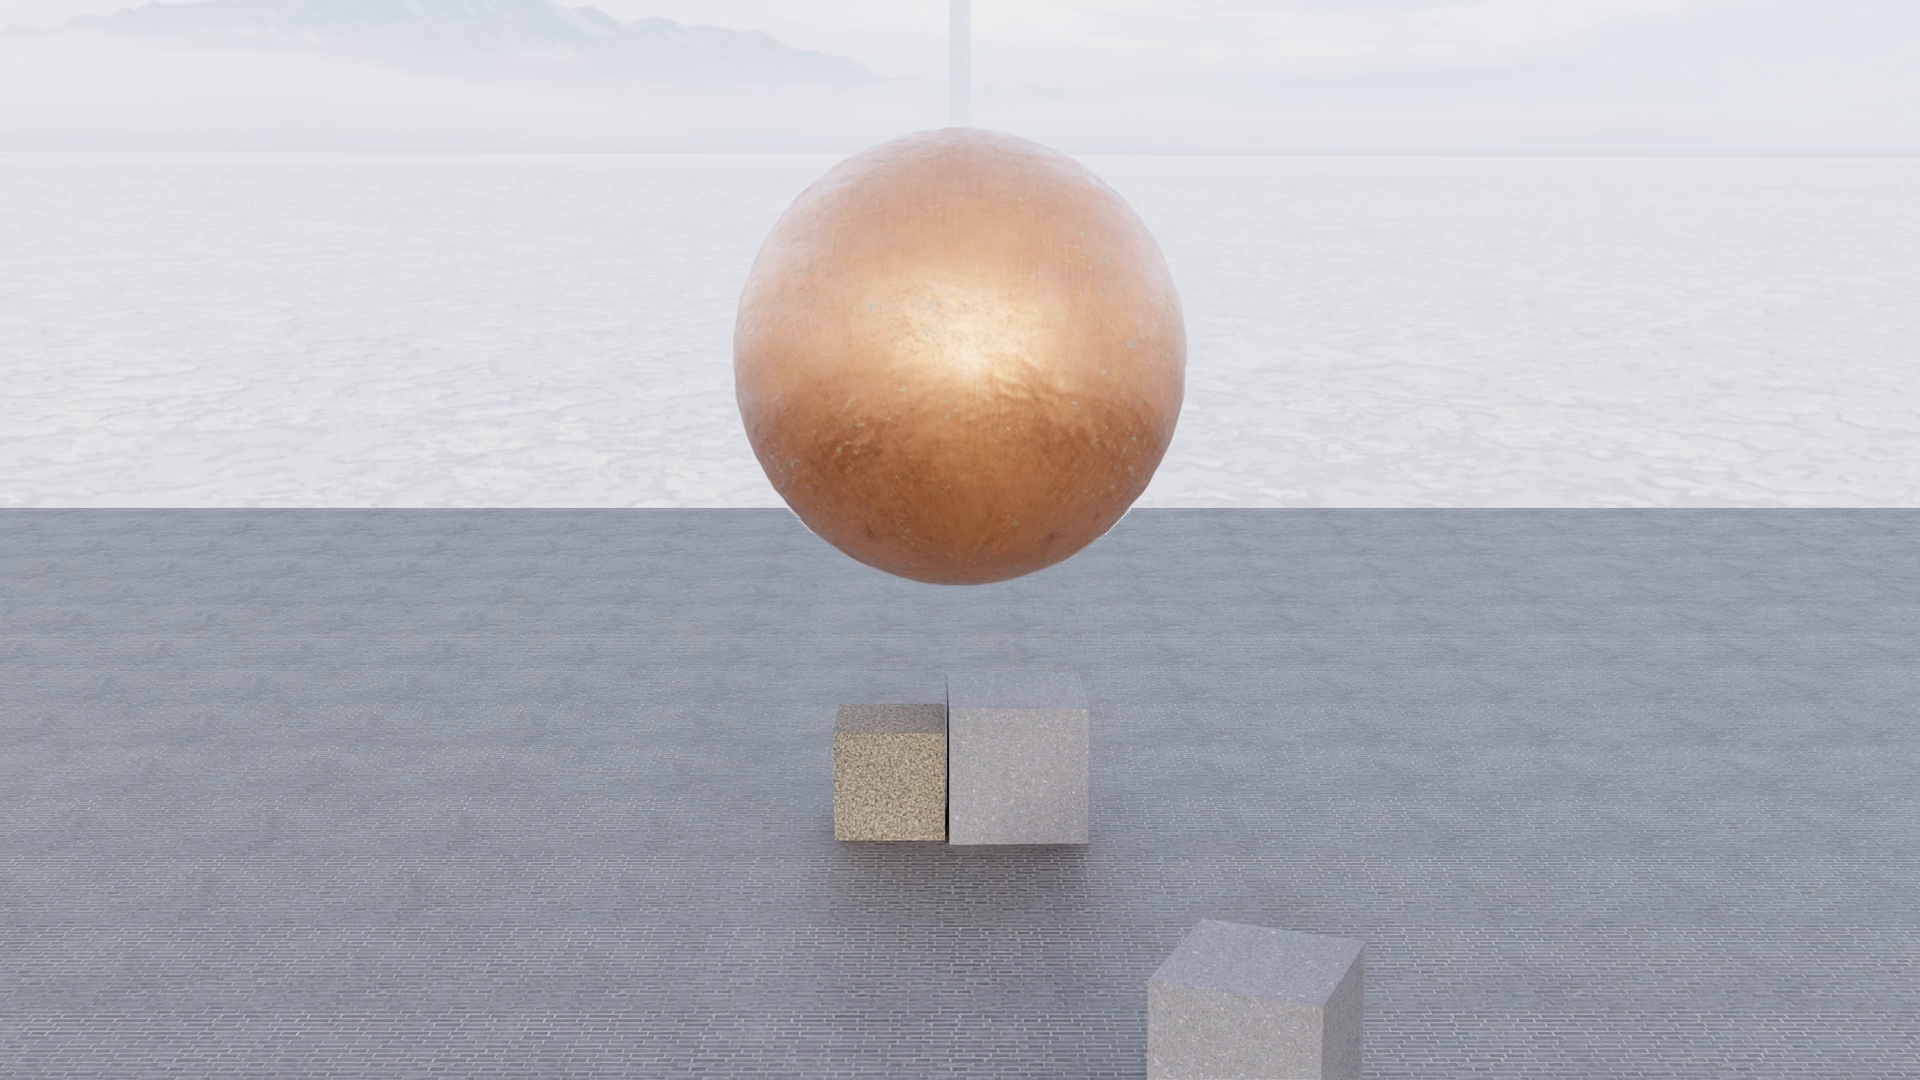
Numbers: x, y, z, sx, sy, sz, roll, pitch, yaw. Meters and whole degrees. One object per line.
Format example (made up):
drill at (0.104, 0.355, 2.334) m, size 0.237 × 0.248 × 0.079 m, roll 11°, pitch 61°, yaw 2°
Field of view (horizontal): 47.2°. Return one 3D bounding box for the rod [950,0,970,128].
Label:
rod at (0.000, -3.781, 9.059) m, size 0.080 × 5.200 × 0.080 m, roll 0°, pitch -23°, yaw 0°

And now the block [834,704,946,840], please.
block at (-0.356, 1.197, 11.411) m, size 0.562 × 0.562 × 0.591 m, roll 0°, pitch 10°, yaw 0°

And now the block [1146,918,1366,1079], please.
block at (1.064, 1.805, 7.859) m, size 0.615 × 0.637 × 0.663 m, roll 4°, pitch 11°, yaw 22°

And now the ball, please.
ball at (0.000, -0.641, 7.755) m, size 1.600 × 1.600 × 1.600 m, roll 0°, pitch 10°, yaw 0°

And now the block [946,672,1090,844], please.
block at (0.289, 1.122, 11.417) m, size 0.701 × 0.708 × 0.745 m, roll 0°, pitch 10°, yaw -1°
